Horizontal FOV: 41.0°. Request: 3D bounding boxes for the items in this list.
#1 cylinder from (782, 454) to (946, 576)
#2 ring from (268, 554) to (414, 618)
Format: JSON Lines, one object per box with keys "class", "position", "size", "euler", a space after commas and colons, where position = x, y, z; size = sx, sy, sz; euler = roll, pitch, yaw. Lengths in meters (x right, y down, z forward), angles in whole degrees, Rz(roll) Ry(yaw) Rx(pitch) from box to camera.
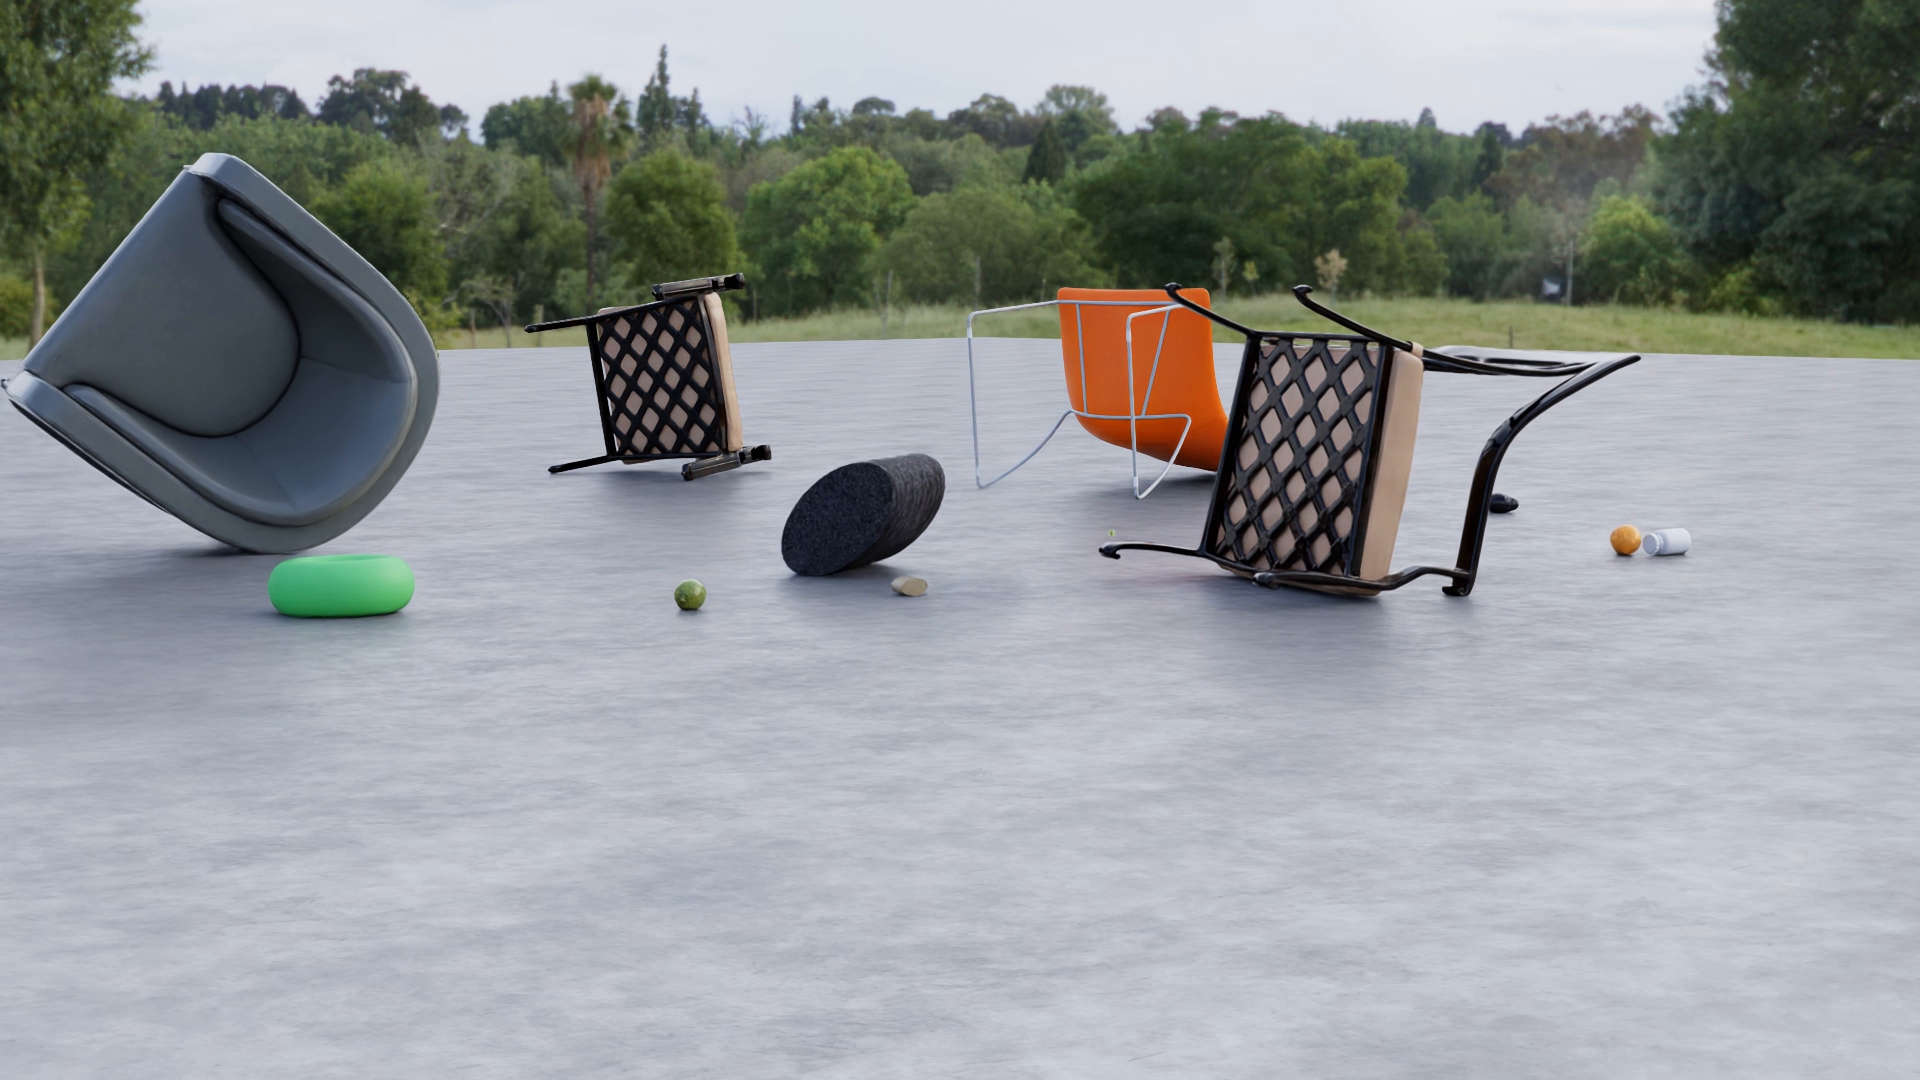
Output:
{"class": "cylinder", "position": [-0.214, -0.059, 5.740], "size": [0.320, 0.186, 0.304], "euler": [-43, -10, 20]}
{"class": "ring", "position": [-1.211, 0.089, 5.026], "size": [0.282, 0.109, 0.220], "euler": [-2, 5, -7]}
